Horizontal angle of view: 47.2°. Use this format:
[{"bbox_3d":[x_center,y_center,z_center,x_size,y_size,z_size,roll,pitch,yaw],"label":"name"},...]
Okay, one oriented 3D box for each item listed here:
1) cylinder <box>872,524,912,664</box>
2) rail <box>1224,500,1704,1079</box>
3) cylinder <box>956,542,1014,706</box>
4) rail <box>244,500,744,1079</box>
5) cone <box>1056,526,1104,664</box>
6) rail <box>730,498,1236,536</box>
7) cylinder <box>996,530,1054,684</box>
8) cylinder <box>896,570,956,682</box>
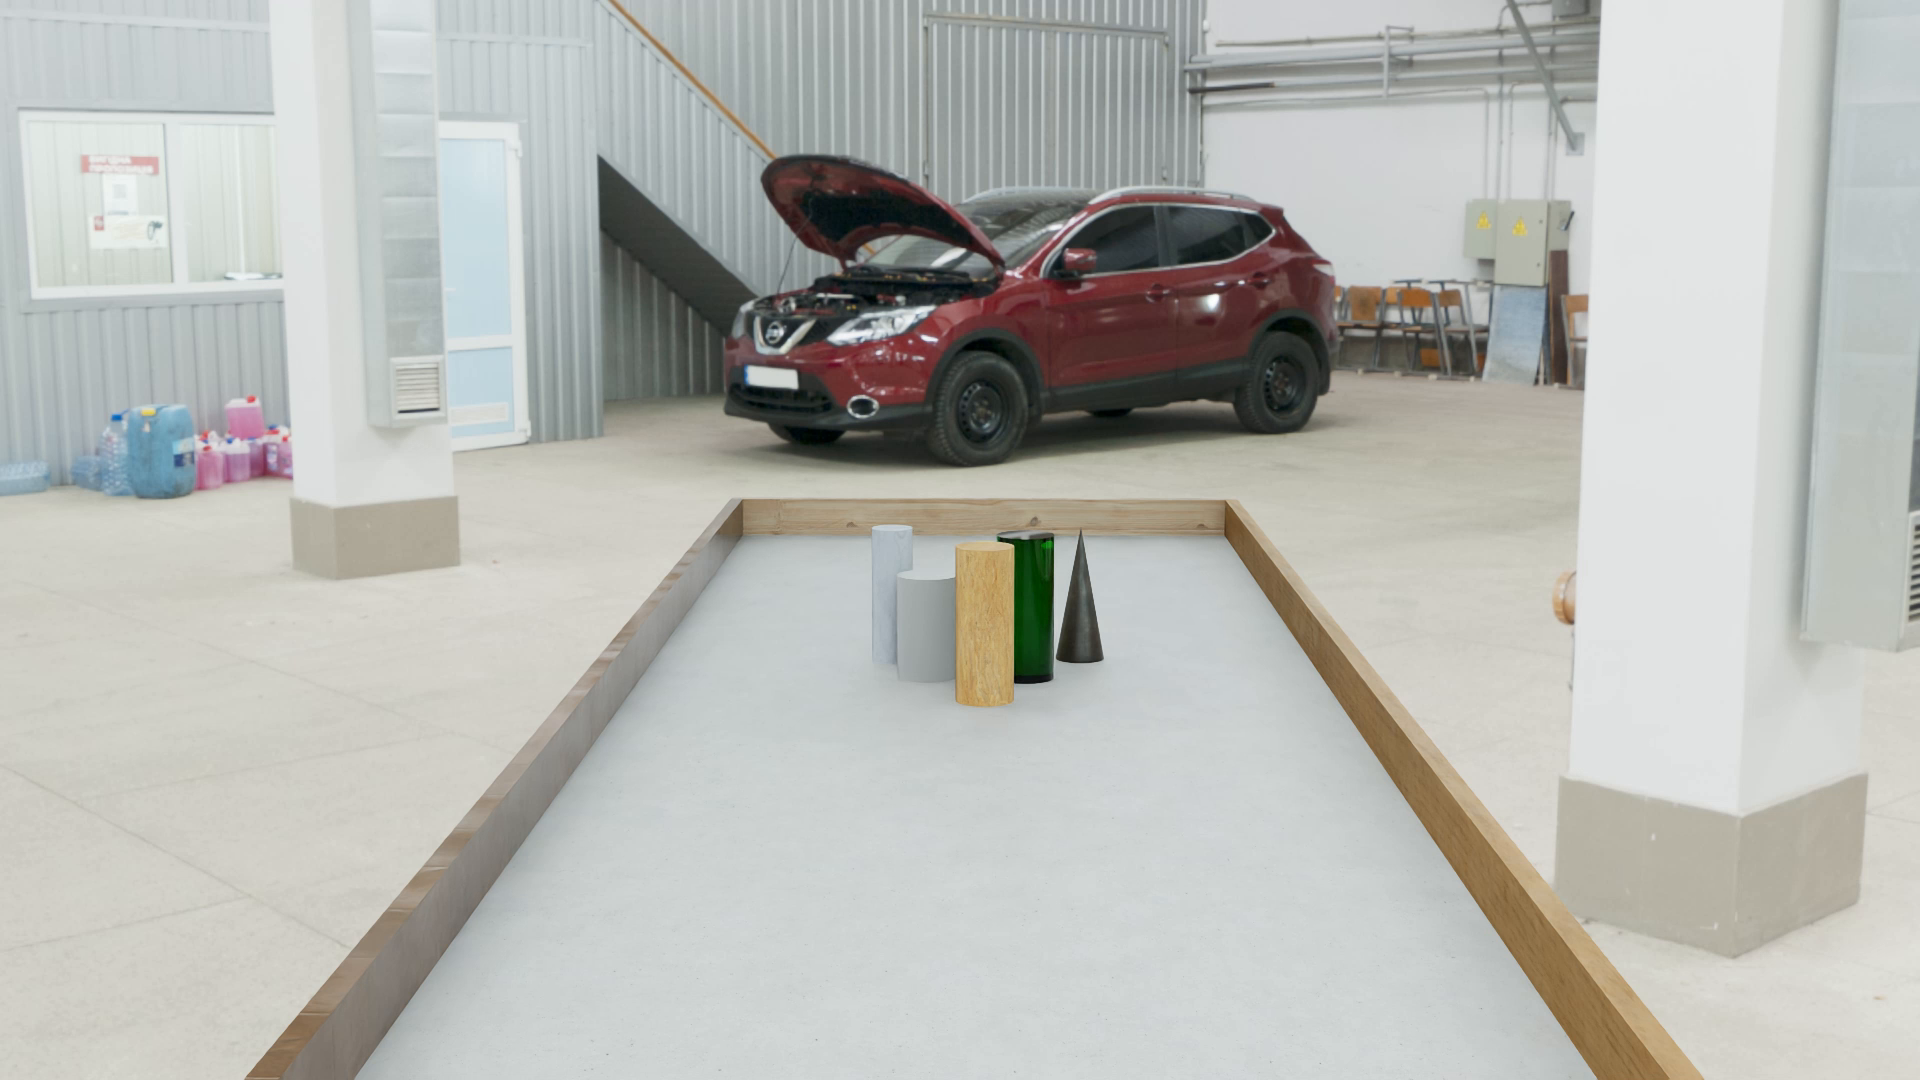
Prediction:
[{"bbox_3d":[-0.205,0.164,6.673,0.124,0.407,0.124,0,9,0],"label":"cylinder"},{"bbox_3d":[1.046,0.843,3.208,0.050,0.150,12.000,0,9,1],"label":"rail"},{"bbox_3d":[0.069,0.233,6.140,0.164,0.437,0.164,0,9,0],"label":"cylinder"},{"bbox_3d":[-1.004,0.839,3.234,0.050,0.150,12.000,0,9,1],"label":"rail"},{"bbox_3d":[0.366,0.160,6.695,0.149,0.409,0.149,0,9,0],"label":"cone"},{"bbox_3d":[0.099,-0.098,9.147,2.100,0.150,0.050,0,9,1],"label":"rail"},{"bbox_3d":[0.191,0.195,6.424,0.168,0.425,0.168,0,9,0],"label":"cylinder"},{"bbox_3d":[-0.095,0.251,6.457,0.180,0.303,0.180,0,9,0],"label":"cylinder"}]
